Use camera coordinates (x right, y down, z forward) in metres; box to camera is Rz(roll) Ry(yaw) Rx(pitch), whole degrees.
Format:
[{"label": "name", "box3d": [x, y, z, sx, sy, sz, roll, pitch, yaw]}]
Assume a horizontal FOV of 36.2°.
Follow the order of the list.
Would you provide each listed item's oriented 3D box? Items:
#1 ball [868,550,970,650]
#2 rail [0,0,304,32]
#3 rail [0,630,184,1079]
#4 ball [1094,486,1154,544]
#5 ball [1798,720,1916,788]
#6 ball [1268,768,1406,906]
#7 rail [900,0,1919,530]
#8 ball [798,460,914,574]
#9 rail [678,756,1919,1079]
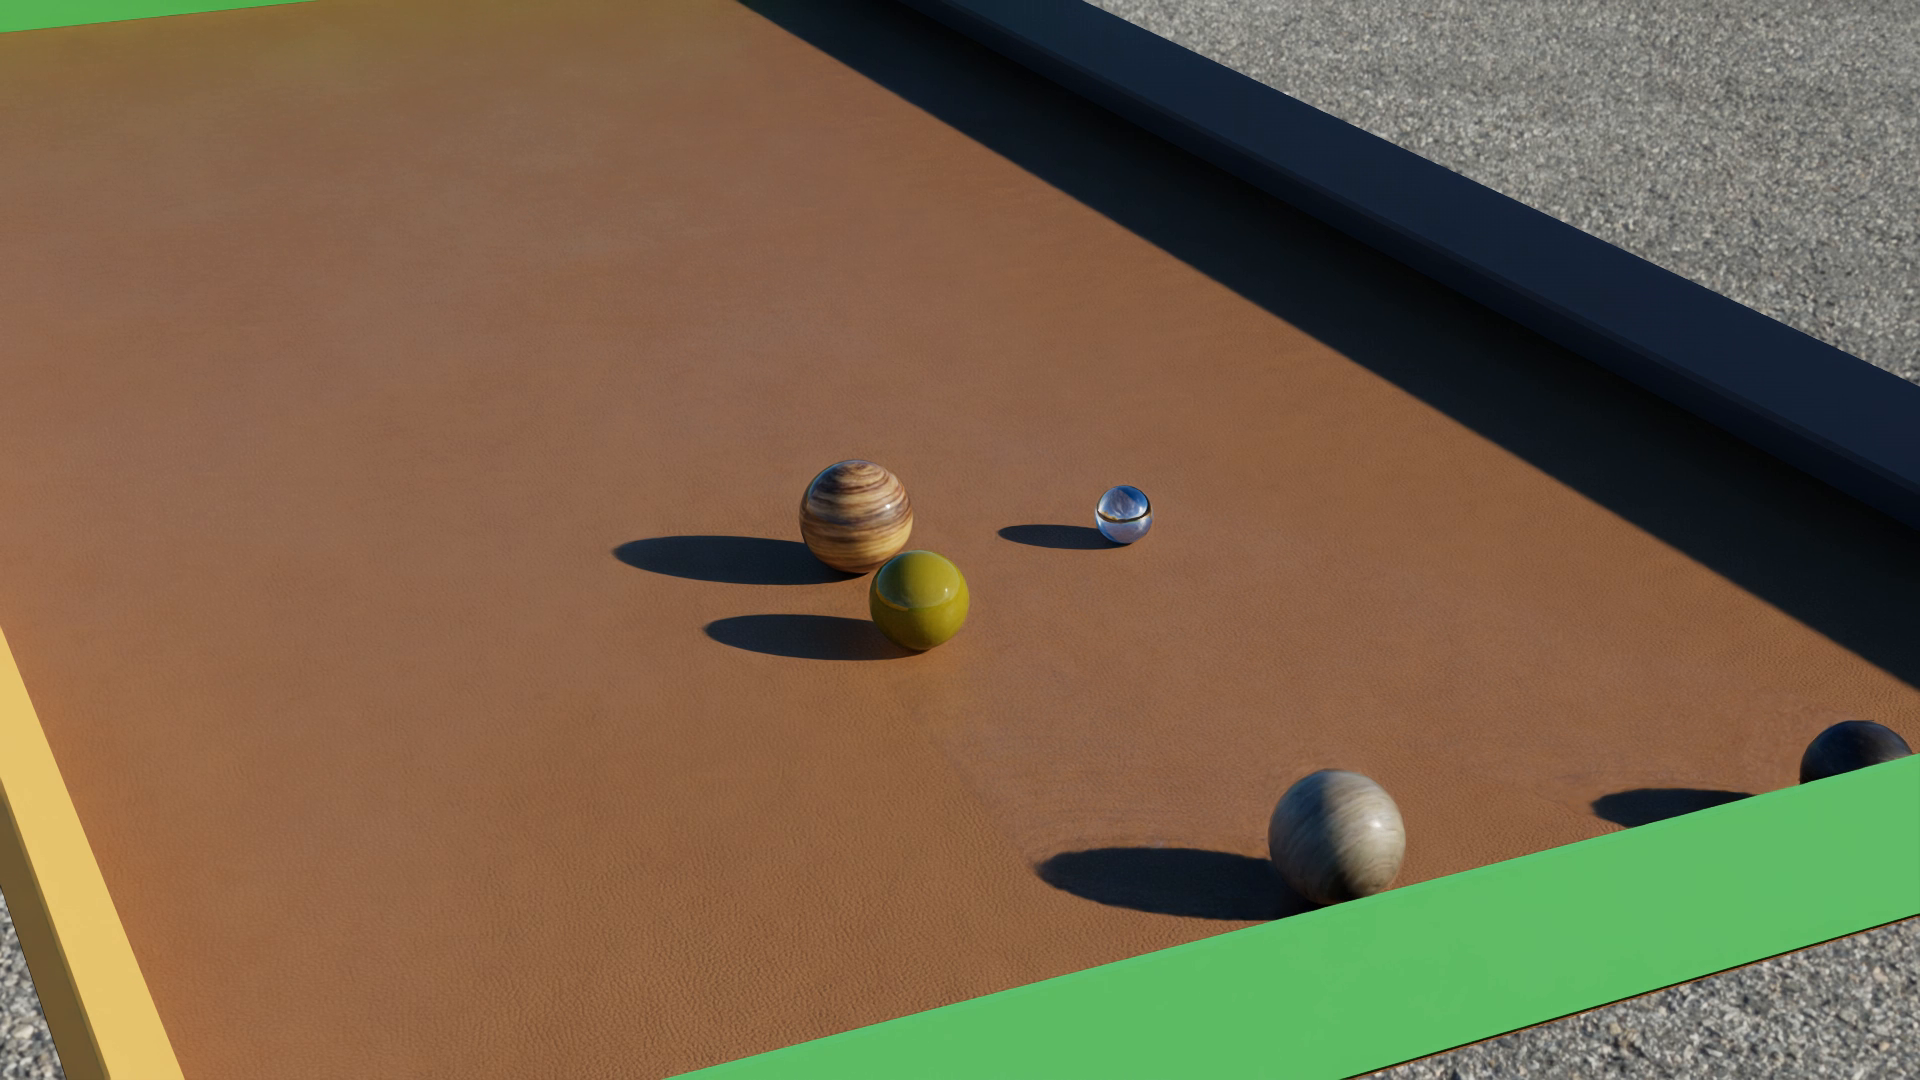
[{"label": "ball", "box3d": [-0.029, 0.043, 2.103, 0.072, 0.072, 0.072, 0, 24, 0]}, {"label": "rail", "box3d": [-0.868, -0.759, 3.868, 1.448, 0.112, 0.045, -11, 26, -23]}, {"label": "rail", "box3d": [-0.925, -0.148, 2.483, 0.045, 0.112, 2.734, -11, 26, -23]}, {"label": "ball", "box3d": [0.127, -0.020, 2.278, 0.046, 0.046, 0.046, 0, 24, 0]}, {"label": "ball", "box3d": [0.568, 0.151, 1.857, 0.073, 0.073, 0.073, 0, 24, 0]}, {"label": "ball", "box3d": [0.228, 0.180, 1.780, 0.083, 0.083, 0.083, 0, 24, 0]}, {"label": "rail", "box3d": [0.340, -0.390, 3.031, 0.045, 0.112, 2.734, -11, 26, -23]}, {"label": "ball", "box3d": [-0.079, -0.018, 2.222, 0.087, 0.087, 0.087, 0, 24, 0]}, {"label": "rail", "box3d": [0.282, 0.221, 1.646, 1.448, 0.112, 0.045, -11, 26, -23]}]
